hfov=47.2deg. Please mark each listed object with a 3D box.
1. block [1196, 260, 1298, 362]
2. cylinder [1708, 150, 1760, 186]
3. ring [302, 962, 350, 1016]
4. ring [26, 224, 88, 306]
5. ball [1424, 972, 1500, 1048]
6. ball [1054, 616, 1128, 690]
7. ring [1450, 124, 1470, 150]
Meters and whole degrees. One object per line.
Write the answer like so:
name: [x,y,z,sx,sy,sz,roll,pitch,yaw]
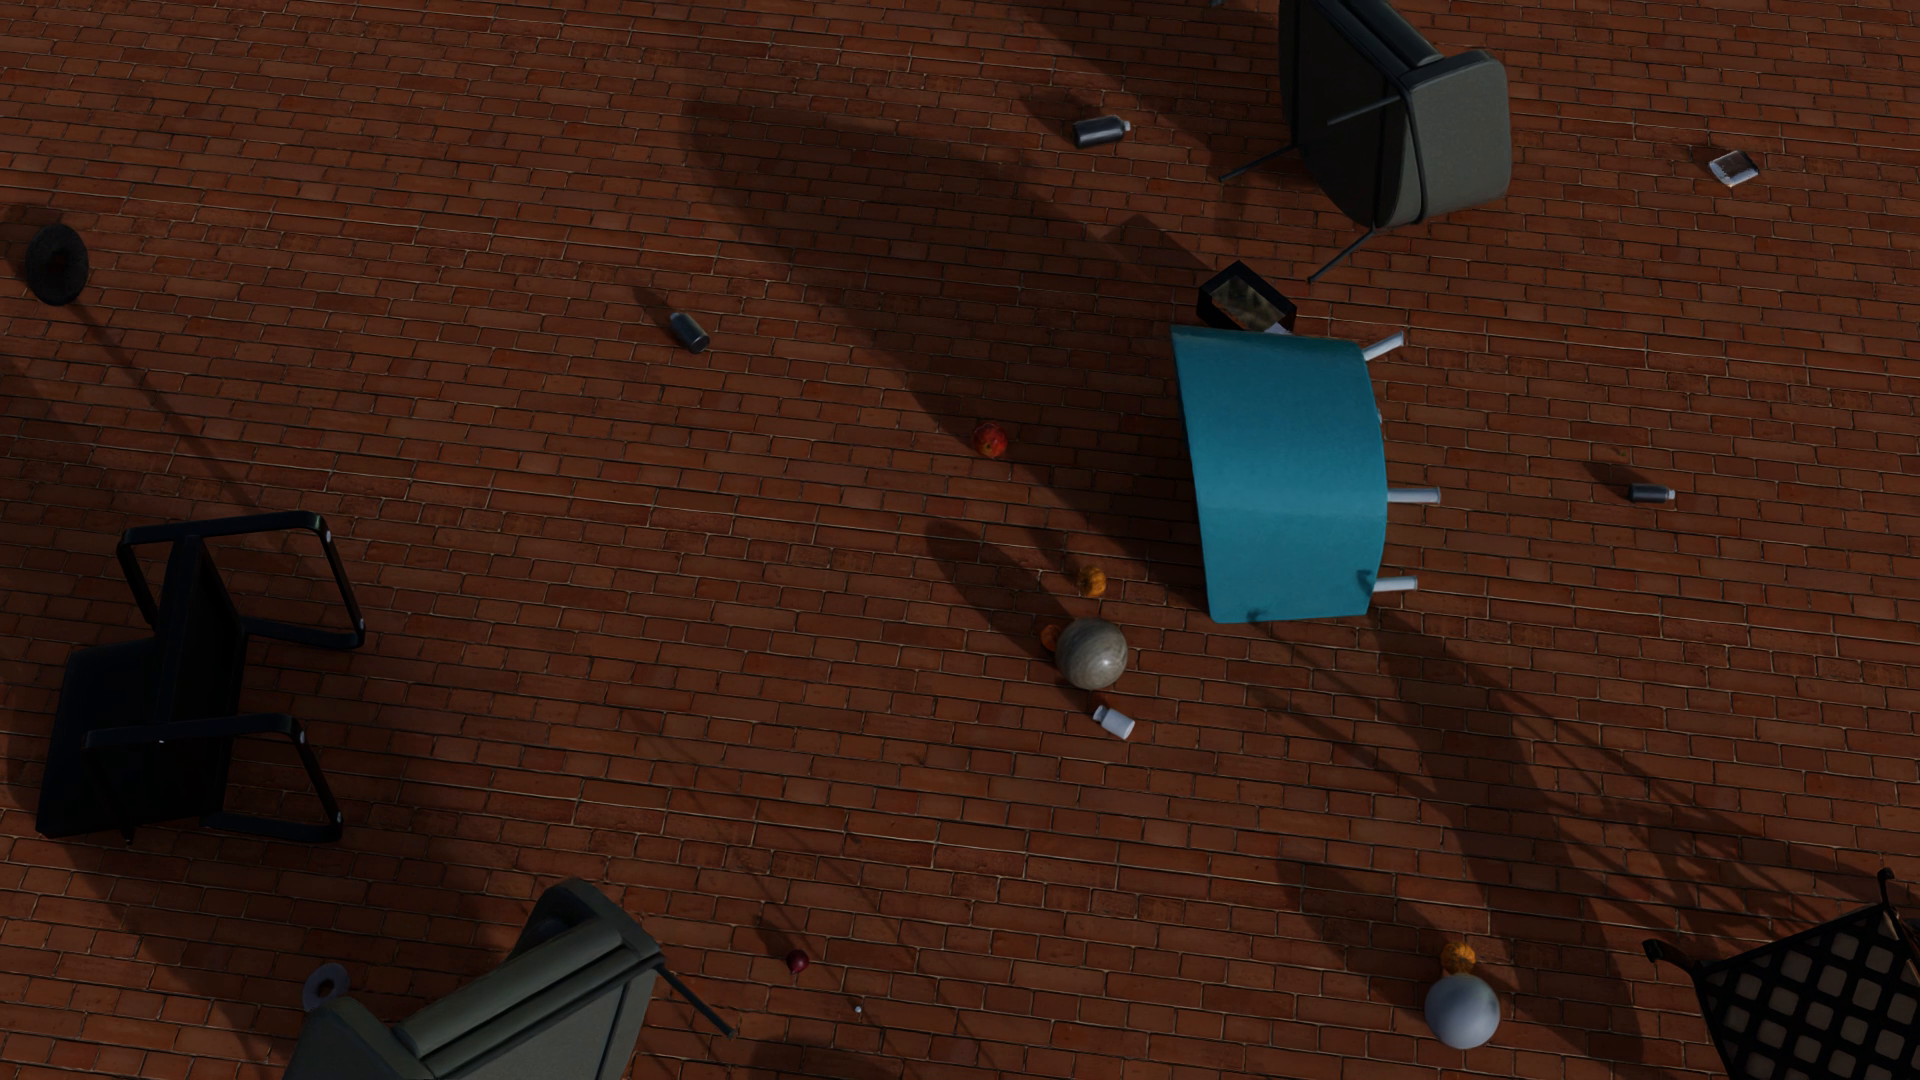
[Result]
block: [0.908,-0.728,6.981,0.174,0.136,0.262,-36,63,-21]
cylinder: [2.601,-1.249,7.384,0.118,0.046,0.121,-24,59,-16]
ring: [-1.662,1.177,5.763,0.116,0.036,0.150,15,58,11]
ring: [-2.926,-0.892,7.125,0.196,0.082,0.345,-12,56,-9]
ball: [1.290,1.209,5.648,0.191,0.191,0.191,0,56,0]
ball: [0.372,0.321,6.233,0.209,0.209,0.209,0,56,0]
ring: [1.696,-1.368,7.463,0.069,0.050,0.088,9,58,3]
